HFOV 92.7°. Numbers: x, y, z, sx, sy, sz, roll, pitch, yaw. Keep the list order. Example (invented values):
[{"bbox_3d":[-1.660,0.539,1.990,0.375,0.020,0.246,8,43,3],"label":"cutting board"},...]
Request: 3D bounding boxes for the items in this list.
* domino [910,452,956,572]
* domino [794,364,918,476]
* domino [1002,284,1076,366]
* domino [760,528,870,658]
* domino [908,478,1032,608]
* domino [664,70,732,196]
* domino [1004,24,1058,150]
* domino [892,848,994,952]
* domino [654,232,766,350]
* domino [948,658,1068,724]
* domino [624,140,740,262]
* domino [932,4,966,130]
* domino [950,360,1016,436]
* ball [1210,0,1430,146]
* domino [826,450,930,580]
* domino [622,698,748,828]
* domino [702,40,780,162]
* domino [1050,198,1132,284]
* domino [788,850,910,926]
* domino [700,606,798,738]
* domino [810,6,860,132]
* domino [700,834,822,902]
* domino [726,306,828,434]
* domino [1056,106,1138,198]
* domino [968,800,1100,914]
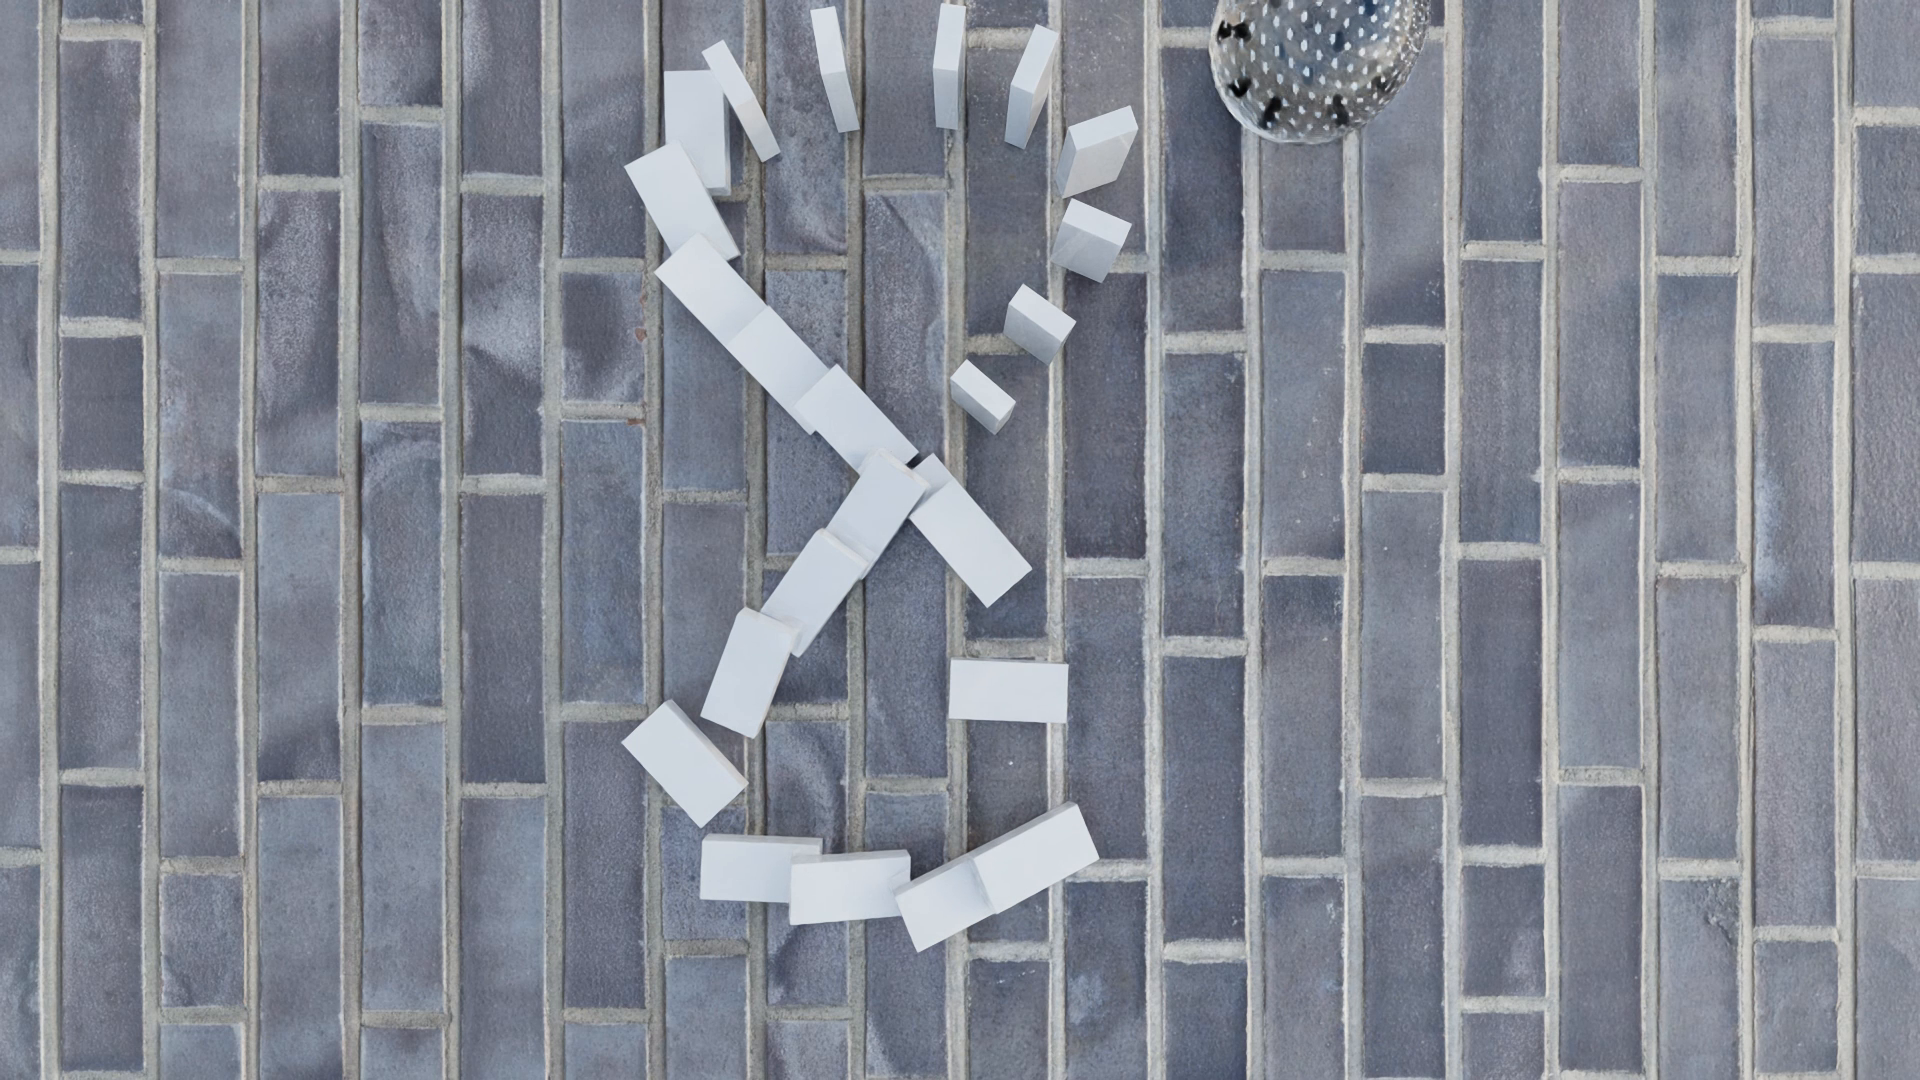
[{"bbox_3d":[-0.005,-0.010,0.395,0.025,0.010,0.050,-40,90,0],"label":"domino"},{"bbox_3d":[-0.044,-0.047,0.389,0.025,0.009,0.050,-43,105,0],"label":"domino"},{"bbox_3d":[0.032,-0.087,0.375,0.025,0.050,0.009,36,90,0],"label":"domino"},{"bbox_3d":[-0.064,0.023,0.389,0.025,0.010,0.050,37,104,0],"label":"domino"},{"bbox_3d":[0.004,0.001,0.386,0.025,0.010,0.050,-41,90,0],"label":"domino"},{"bbox_3d":[-0.113,-0.175,0.395,0.025,0.010,0.050,-1,90,0],"label":"domino"},{"bbox_3d":[0.029,-0.184,0.375,0.009,0.050,0.025,23,90,0],"label":"domino"},{"bbox_3d":[-0.001,0.151,0.390,0.050,0.010,0.025,-22,90,-13],"label":"domino"},{"bbox_3d":[-0.102,-0.102,0.389,0.025,0.010,0.050,-43,106,0],"label":"domino"},{"bbox_3d":[0.021,0.065,0.395,0.050,0.010,0.025,2,90,0],"label":"domino"},{"bbox_3d":[-0.117,-0.139,0.388,0.025,0.009,0.050,-26,107,2],"label":"domino"},{"bbox_3d":[-0.004,-0.192,0.375,0.009,0.050,0.025,7,90,0],"label":"domino"},{"bbox_3d":[0.009,-0.057,0.375,0.025,0.050,0.009,41,90,0],"label":"domino"},{"bbox_3d":[0.139,-0.198,0.360,0.080,0.080,0.080,0,90,0],"label":"ball"},{"bbox_3d":[-0.037,-0.010,0.387,0.025,0.010,0.050,36,109,0],"label":"domino"},{"bbox_3d":[-0.118,0.096,0.395,0.025,0.010,0.050,-43,90,0],"label":"domino"},{"bbox_3d":[-0.088,-0.178,0.375,0.010,0.050,0.025,-30,90,0],"label":"domino"},{"bbox_3d":[0.052,-0.121,0.375,0.025,0.050,0.010,23,90,0],"label":"domino"},{"bbox_3d":[-0.047,0.147,0.389,0.050,0.010,0.025,1,90,-14],"label":"domino"},{"bbox_3d":[-0.089,0.057,0.390,0.025,0.010,0.050,23,103,0],"label":"domino"},{"bbox_3d":[-0.050,-0.191,0.375,0.010,0.050,0.025,-10,90,0],"label":"domino"},{"bbox_3d":[-0.085,0.142,0.395,0.050,0.010,0.025,2,90,0],"label":"domino"},{"bbox_3d":[-0.072,-0.072,0.390,0.025,0.010,0.050,-43,103,0],"label":"domino"},{"bbox_3d":[0.055,-0.157,0.375,0.025,0.050,0.009,-19,90,0],"label":"domino"},{"bbox_3d":[0.031,0.134,0.389,0.050,0.009,0.025,-22,90,-15],"label":"domino"}]
